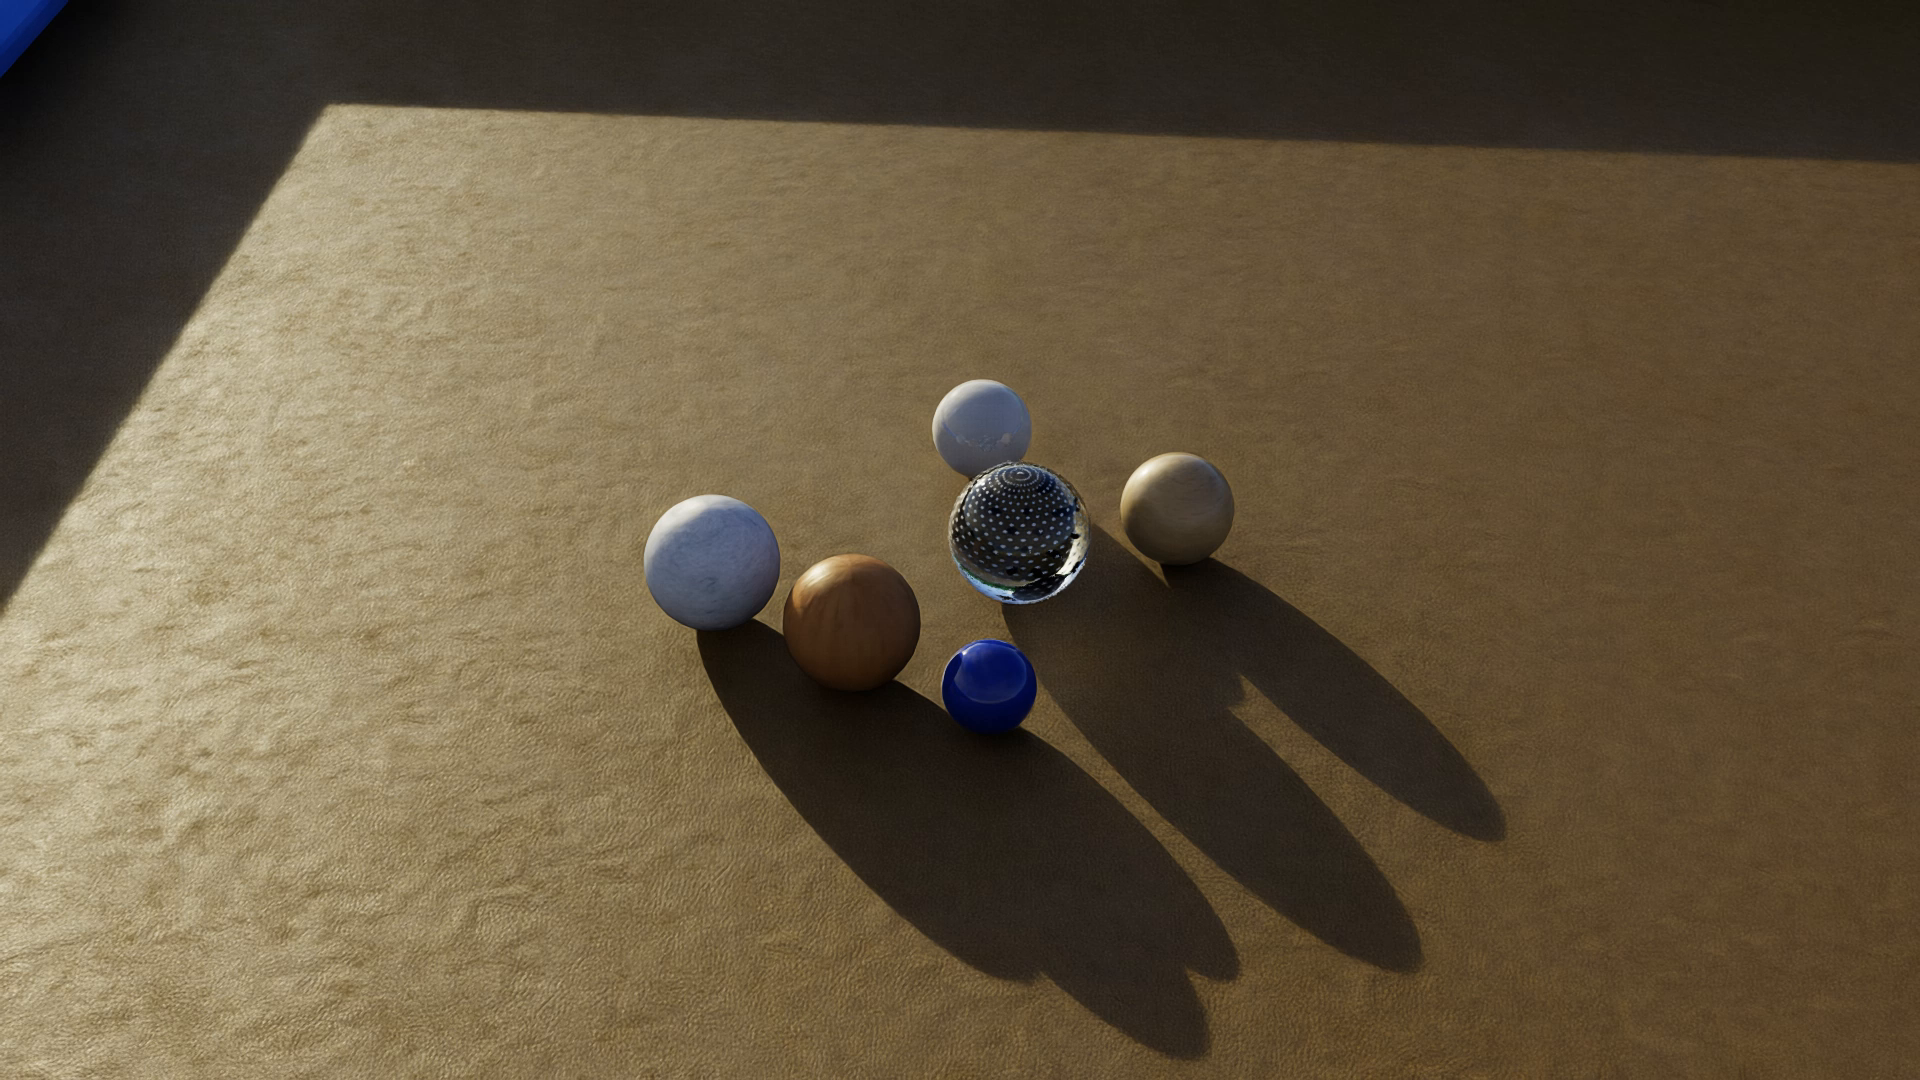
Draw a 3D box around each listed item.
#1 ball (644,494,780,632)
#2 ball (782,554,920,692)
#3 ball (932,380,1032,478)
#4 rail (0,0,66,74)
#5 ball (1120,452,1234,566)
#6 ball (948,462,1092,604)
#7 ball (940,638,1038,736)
[{"bbox_3d":[-0.162,0.015,1.675,0.089,0.089,0.089,0,36,0],"label":"ball"},{"bbox_3d":[-0.069,0.052,1.624,0.088,0.088,0.088,0,36,0],"label":"ball"},{"bbox_3d":[0.016,-0.079,1.822,0.071,0.071,0.071,0,36,0],"label":"ball"},{"bbox_3d":[-0.924,-0.063,1.754,0.045,0.123,2.258,3,36,4],"label":"rail"},{"bbox_3d":[0.147,-0.021,1.736,0.077,0.077,0.077,0,36,0],"label":"ball"},{"bbox_3d":[0.039,-0.005,1.698,0.095,0.095,0.095,0,36,0],"label":"ball"},{"bbox_3d":[0.018,0.091,1.594,0.060,0.060,0.060,0,36,0],"label":"ball"}]
